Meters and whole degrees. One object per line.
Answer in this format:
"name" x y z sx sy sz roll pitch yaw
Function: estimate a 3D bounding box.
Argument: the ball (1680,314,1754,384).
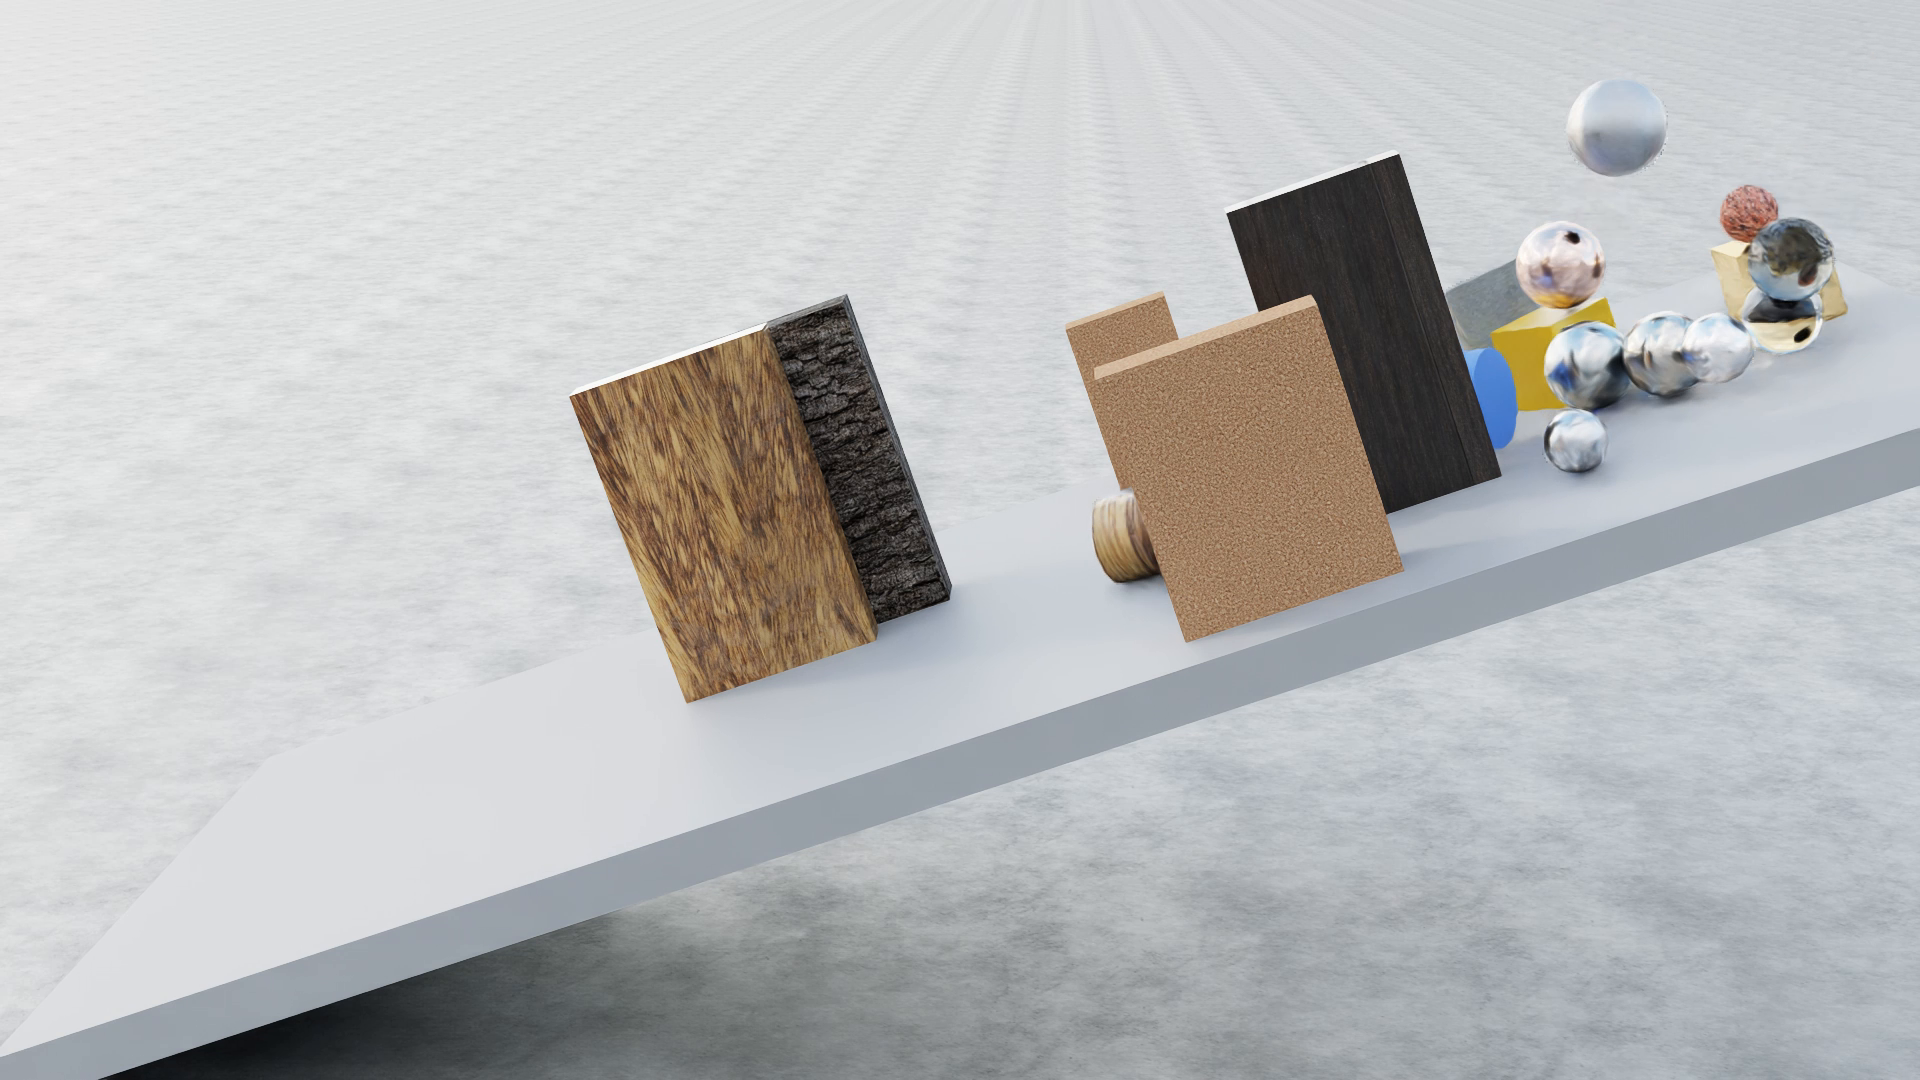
"ball" 1.493 -0.377 5.802 0.139 0.139 0.139 0 12 0

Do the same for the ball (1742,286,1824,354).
"ball" 1.675 -0.459 5.987 0.162 0.162 0.162 0 12 0

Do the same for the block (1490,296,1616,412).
"block" 1.288 -0.397 6.310 0.181 0.181 0.181 -26 13 -31

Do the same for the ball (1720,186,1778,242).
"ball" 1.669 -0.690 6.218 0.121 0.121 0.121 0 12 0

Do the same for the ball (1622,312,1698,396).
"ball" 1.432 -0.378 5.972 0.172 0.172 0.172 0 12 0

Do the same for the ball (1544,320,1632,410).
"ball" 1.304 -0.361 6.096 0.186 0.186 0.186 0 12 0

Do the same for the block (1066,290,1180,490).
"block" 0.433 -0.357 7.006 0.245 0.408 0.099 -19 11 6

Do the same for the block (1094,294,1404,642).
"block" 0.533 -0.132 5.442 0.423 0.521 0.138 -19 11 6

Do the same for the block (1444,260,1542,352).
"block" 1.214 -0.492 6.670 0.199 0.199 0.199 -25 -7 -4

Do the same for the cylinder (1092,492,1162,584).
"cylinder" 0.390 -0.016 6.031 0.177 0.177 0.177 -14 5 28

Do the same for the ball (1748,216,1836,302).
"ball" 1.652 -0.558 5.845 0.168 0.168 0.168 0 12 0

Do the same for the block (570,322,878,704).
"block" -0.506 -0.056 6.365 0.439 0.718 0.105 -19 11 6

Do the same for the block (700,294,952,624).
"block" -0.299 -0.151 6.515 0.346 0.700 0.147 -19 11 6

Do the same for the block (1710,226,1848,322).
"block" 1.737 -0.550 6.244 0.192 0.192 0.192 -19 11 2

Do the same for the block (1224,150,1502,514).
"block" 0.800 -0.393 5.842 0.353 0.675 0.096 -19 11 6

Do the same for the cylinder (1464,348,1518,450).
"cylinder" 1.007 -0.280 6.059 0.208 0.208 0.208 -6 7 35

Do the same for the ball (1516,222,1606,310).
"ball" 1.276 -0.583 6.252 0.187 0.187 0.187 0 12 0

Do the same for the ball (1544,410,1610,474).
"ball" 1.181 -0.189 5.636 0.124 0.124 0.124 0 12 0

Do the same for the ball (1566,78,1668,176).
"ball" 1.365 -0.858 6.113 0.204 0.204 0.204 0 12 0

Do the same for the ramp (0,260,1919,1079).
"ramp" 0.110 0.179 6.302 4.000 0.100 2.000 -19 11 6
